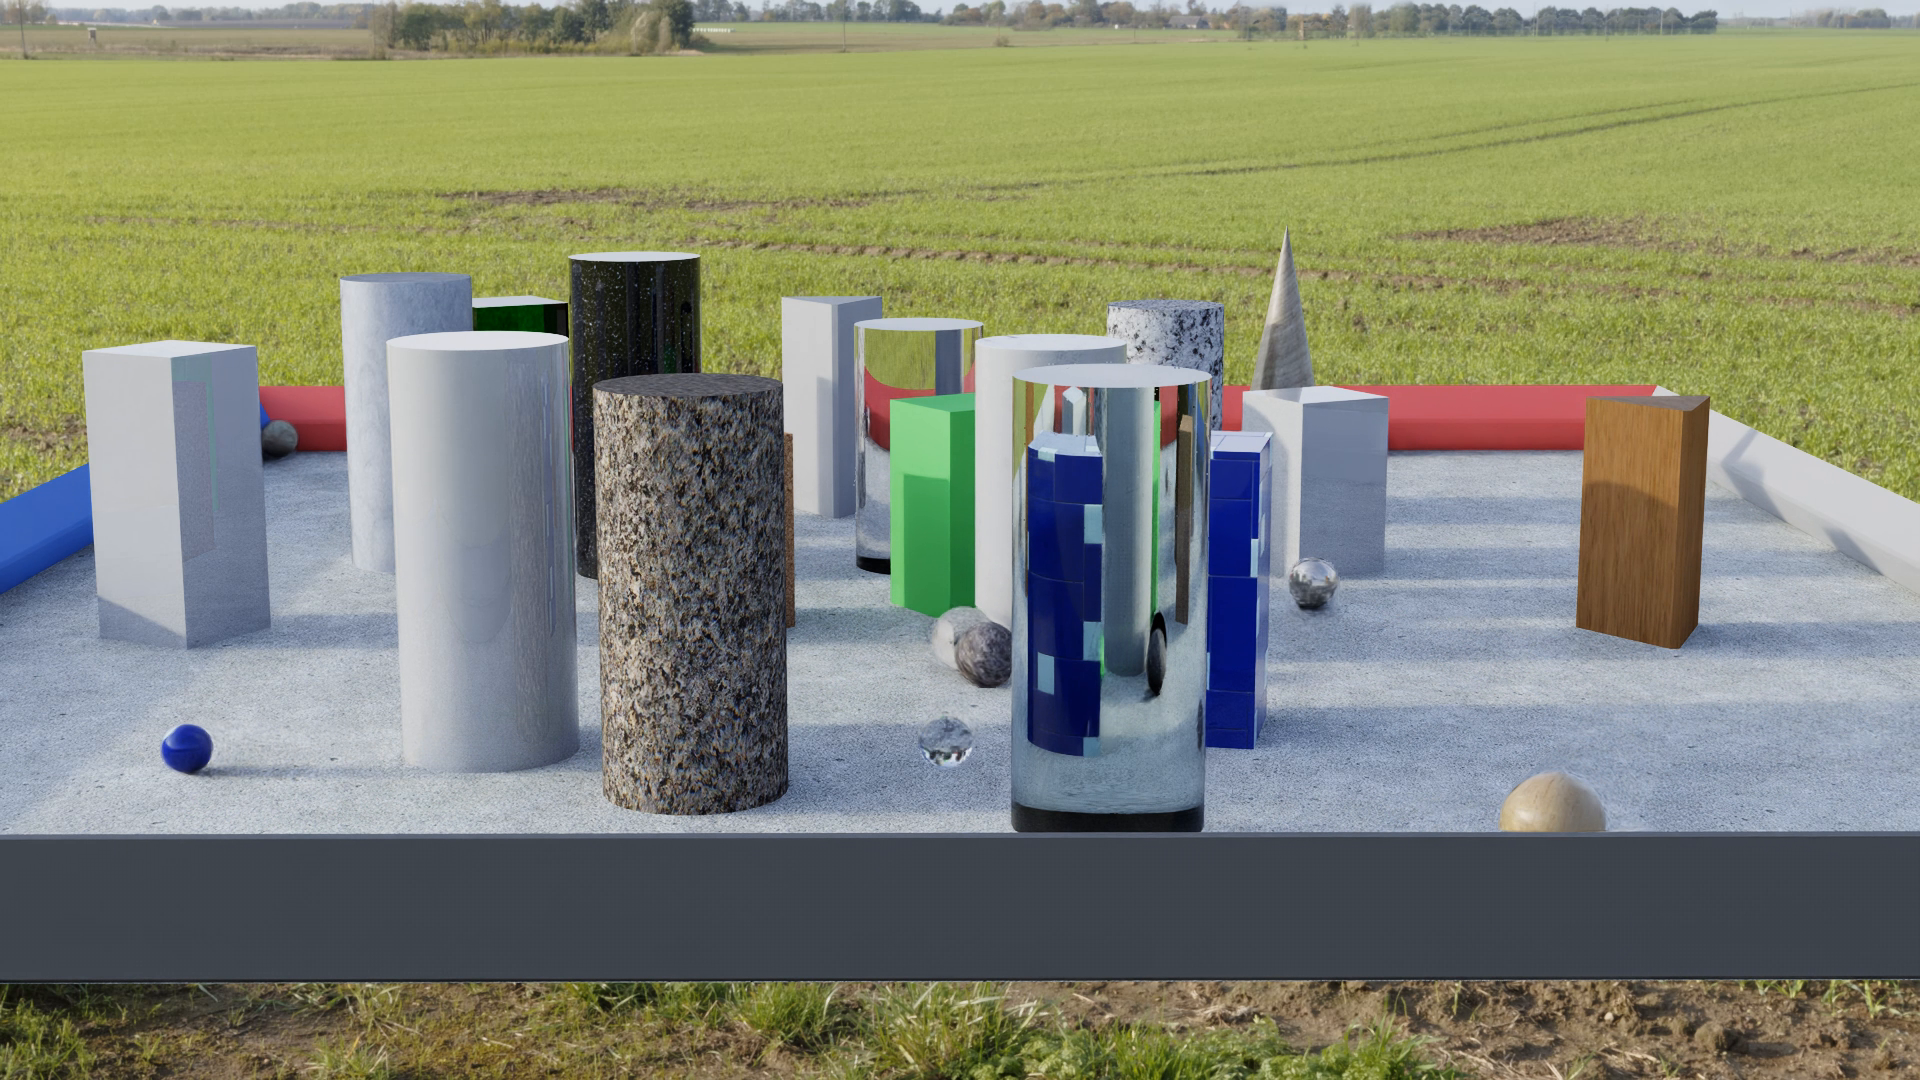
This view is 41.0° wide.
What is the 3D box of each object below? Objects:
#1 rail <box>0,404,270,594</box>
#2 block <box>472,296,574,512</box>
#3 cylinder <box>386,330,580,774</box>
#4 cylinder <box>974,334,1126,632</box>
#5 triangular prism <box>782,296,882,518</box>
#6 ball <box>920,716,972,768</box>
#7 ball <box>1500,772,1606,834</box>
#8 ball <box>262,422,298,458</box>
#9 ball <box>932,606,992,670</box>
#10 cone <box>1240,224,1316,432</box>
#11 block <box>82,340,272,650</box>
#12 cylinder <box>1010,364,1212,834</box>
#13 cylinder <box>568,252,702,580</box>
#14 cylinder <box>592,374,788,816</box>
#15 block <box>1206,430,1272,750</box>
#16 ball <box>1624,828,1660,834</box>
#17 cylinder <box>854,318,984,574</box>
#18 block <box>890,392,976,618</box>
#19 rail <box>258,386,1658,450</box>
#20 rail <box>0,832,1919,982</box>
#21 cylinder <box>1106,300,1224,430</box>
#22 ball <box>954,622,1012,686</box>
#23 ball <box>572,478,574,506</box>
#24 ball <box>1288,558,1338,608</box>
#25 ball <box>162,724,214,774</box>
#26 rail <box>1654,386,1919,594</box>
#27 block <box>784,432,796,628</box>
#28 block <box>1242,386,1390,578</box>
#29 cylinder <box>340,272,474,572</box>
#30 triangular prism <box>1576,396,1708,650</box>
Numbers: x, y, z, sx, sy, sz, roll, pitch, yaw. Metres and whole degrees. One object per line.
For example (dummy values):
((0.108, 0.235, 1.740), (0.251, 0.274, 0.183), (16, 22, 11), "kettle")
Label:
((-1.305, 0.033, 3.442), (0.045, 0.121, 2.857), (0, 11, 0), "rail")
((-0.709, -0.195, 4.024), (0.150, 0.358, 0.150), (-7, 12, -31), "block")
((-0.501, 0.008, 2.709), (0.187, 0.440, 0.187), (0, 11, 0), "cylinder")
((0.112, -0.054, 3.190), (0.187, 0.386, 0.187), (0, 11, 0), "cylinder")
((-0.187, -0.224, 4.211), (0.140, 0.345, 0.162), (-7, 13, -34), "triangular prism")
((-0.014, 0.211, 2.674), (0.055, 0.055, 0.055), (0, 11, 0), "ball")
((0.537, 0.257, 2.322), (0.094, 0.094, 0.094), (0, 11, 0), "ball")
((-1.267, -0.187, 4.770), (0.068, 0.068, 0.068), (0, 11, 0), "ball")
((0.005, 0.119, 3.101), (0.079, 0.079, 0.079), (0, 11, 0), "ball")
((0.532, -0.286, 4.214), (0.187, 0.466, 0.187), (0, 11, 0), "cone")
((-0.999, -0.061, 3.280), (0.150, 0.368, 0.150), (6, 12, 28), "block")
((0.143, 0.060, 2.447), (0.187, 0.436, 0.187), (0, 11, 0), "cylinder")
((-0.462, -0.180, 3.683), (0.187, 0.453, 0.187), (0, 11, 0), "cylinder")
((-0.268, 0.050, 2.563), (0.187, 0.413, 0.187), (0, 11, 0), "cylinder")
((0.257, 0.050, 2.807), (0.150, 0.322, 0.150), (2, 11, 12), "block")
((0.594, 0.286, 2.233), (0.069, 0.069, 0.069), (0, 11, 0), "ball")
((-0.059, -0.139, 3.735), (0.187, 0.353, 0.187), (0, 11, 0), "cylinder")
((0.009, -0.047, 3.448), (0.150, 0.279, 0.150), (-7, 13, -32), "block")
((-0.008, -0.227, 4.831), (2.658, 0.121, 0.045), (0, 11, 0), "rail")
((0.008, 0.289, 2.068), (2.658, 0.121, 0.045), (0, 11, 0), "rail")
((0.328, -0.206, 4.122), (0.187, 0.344, 0.187), (0, 11, 0), "cylinder")
((0.032, 0.134, 3.026), (0.076, 0.076, 0.076), (0, 11, 0), "ball")
((-0.620, -0.078, 4.219), (0.056, 0.056, 0.056), (0, 11, 0), "ball")
((0.476, 0.058, 3.463), (0.066, 0.066, 0.066), (0, 11, 0), "ball")
((-0.800, 0.216, 2.657), (0.051, 0.051, 0.051), (0, 11, 0), "ball")
((1.305, 0.030, 3.457), (0.045, 0.121, 2.857), (0, 11, 0), "rail")
((-0.321, -0.013, 3.330), (0.150, 0.254, 0.150), (-9, 14, -41), "block")
((0.512, -0.085, 3.718), (0.150, 0.254, 0.150), (-6, 12, -27), "block")
((-0.802, -0.175, 3.751), (0.187, 0.418, 0.187), (0, 11, 0), "cylinder")
((0.908, -0.031, 3.297), (0.140, 0.301, 0.162), (-7, 13, -35), "triangular prism")
